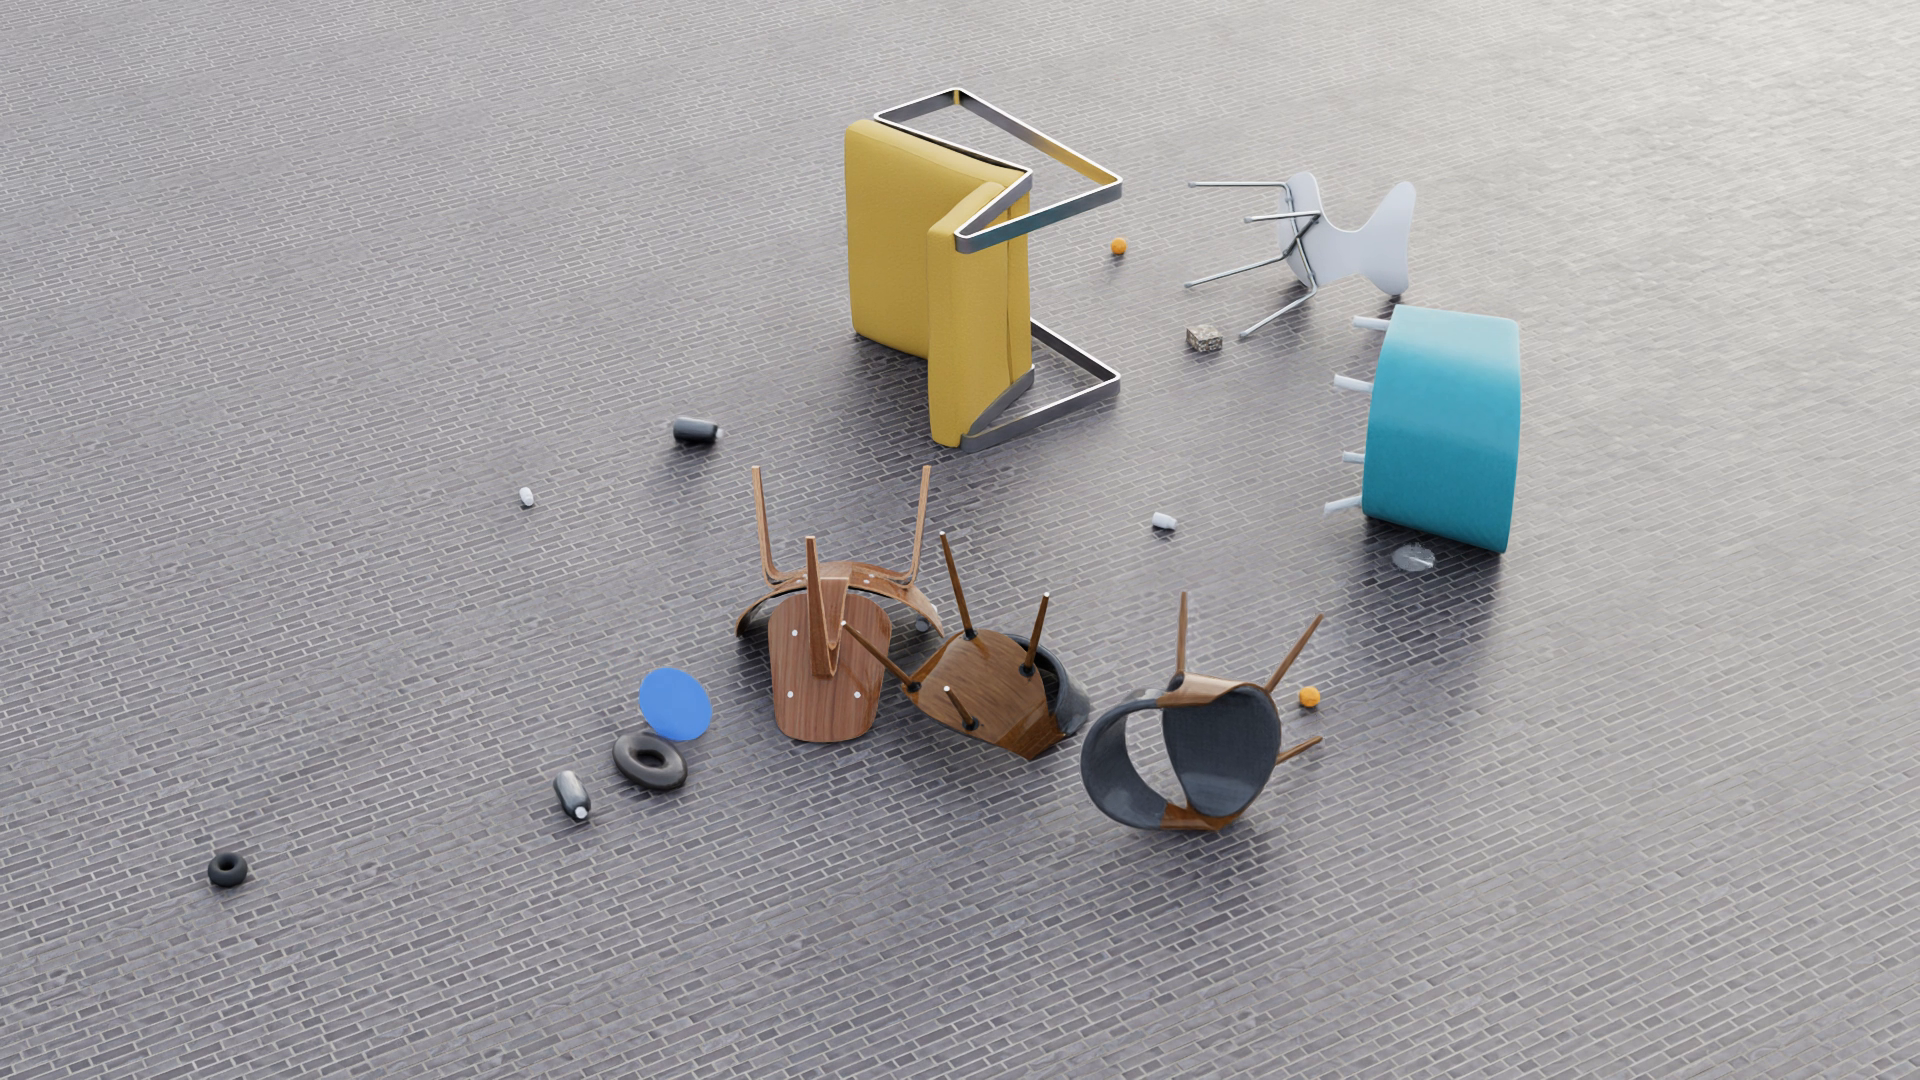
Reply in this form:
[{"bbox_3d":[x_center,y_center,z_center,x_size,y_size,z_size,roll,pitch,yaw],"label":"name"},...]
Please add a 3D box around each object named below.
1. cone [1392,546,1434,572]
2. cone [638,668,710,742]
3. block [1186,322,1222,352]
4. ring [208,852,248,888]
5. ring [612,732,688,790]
[{"bbox_3d":[1.651,0.061,10.810,0.168,0.094,0.105,6,5,-15],"label":"cone"},{"bbox_3d":[-0.955,0.535,10.029,0.222,0.272,0.271,-39,4,8],"label":"cone"},{"bbox_3d":[1.014,-0.841,12.171,0.107,0.055,0.121,-12,35,-18],"label":"block"},{"bbox_3d":[-2.324,1.046,9.307,0.124,0.055,0.137,-14,37,-17],"label":"ring"},{"bbox_3d":[-1.033,0.736,9.769,0.209,0.066,0.330,-23,40,-32],"label":"ring"}]
